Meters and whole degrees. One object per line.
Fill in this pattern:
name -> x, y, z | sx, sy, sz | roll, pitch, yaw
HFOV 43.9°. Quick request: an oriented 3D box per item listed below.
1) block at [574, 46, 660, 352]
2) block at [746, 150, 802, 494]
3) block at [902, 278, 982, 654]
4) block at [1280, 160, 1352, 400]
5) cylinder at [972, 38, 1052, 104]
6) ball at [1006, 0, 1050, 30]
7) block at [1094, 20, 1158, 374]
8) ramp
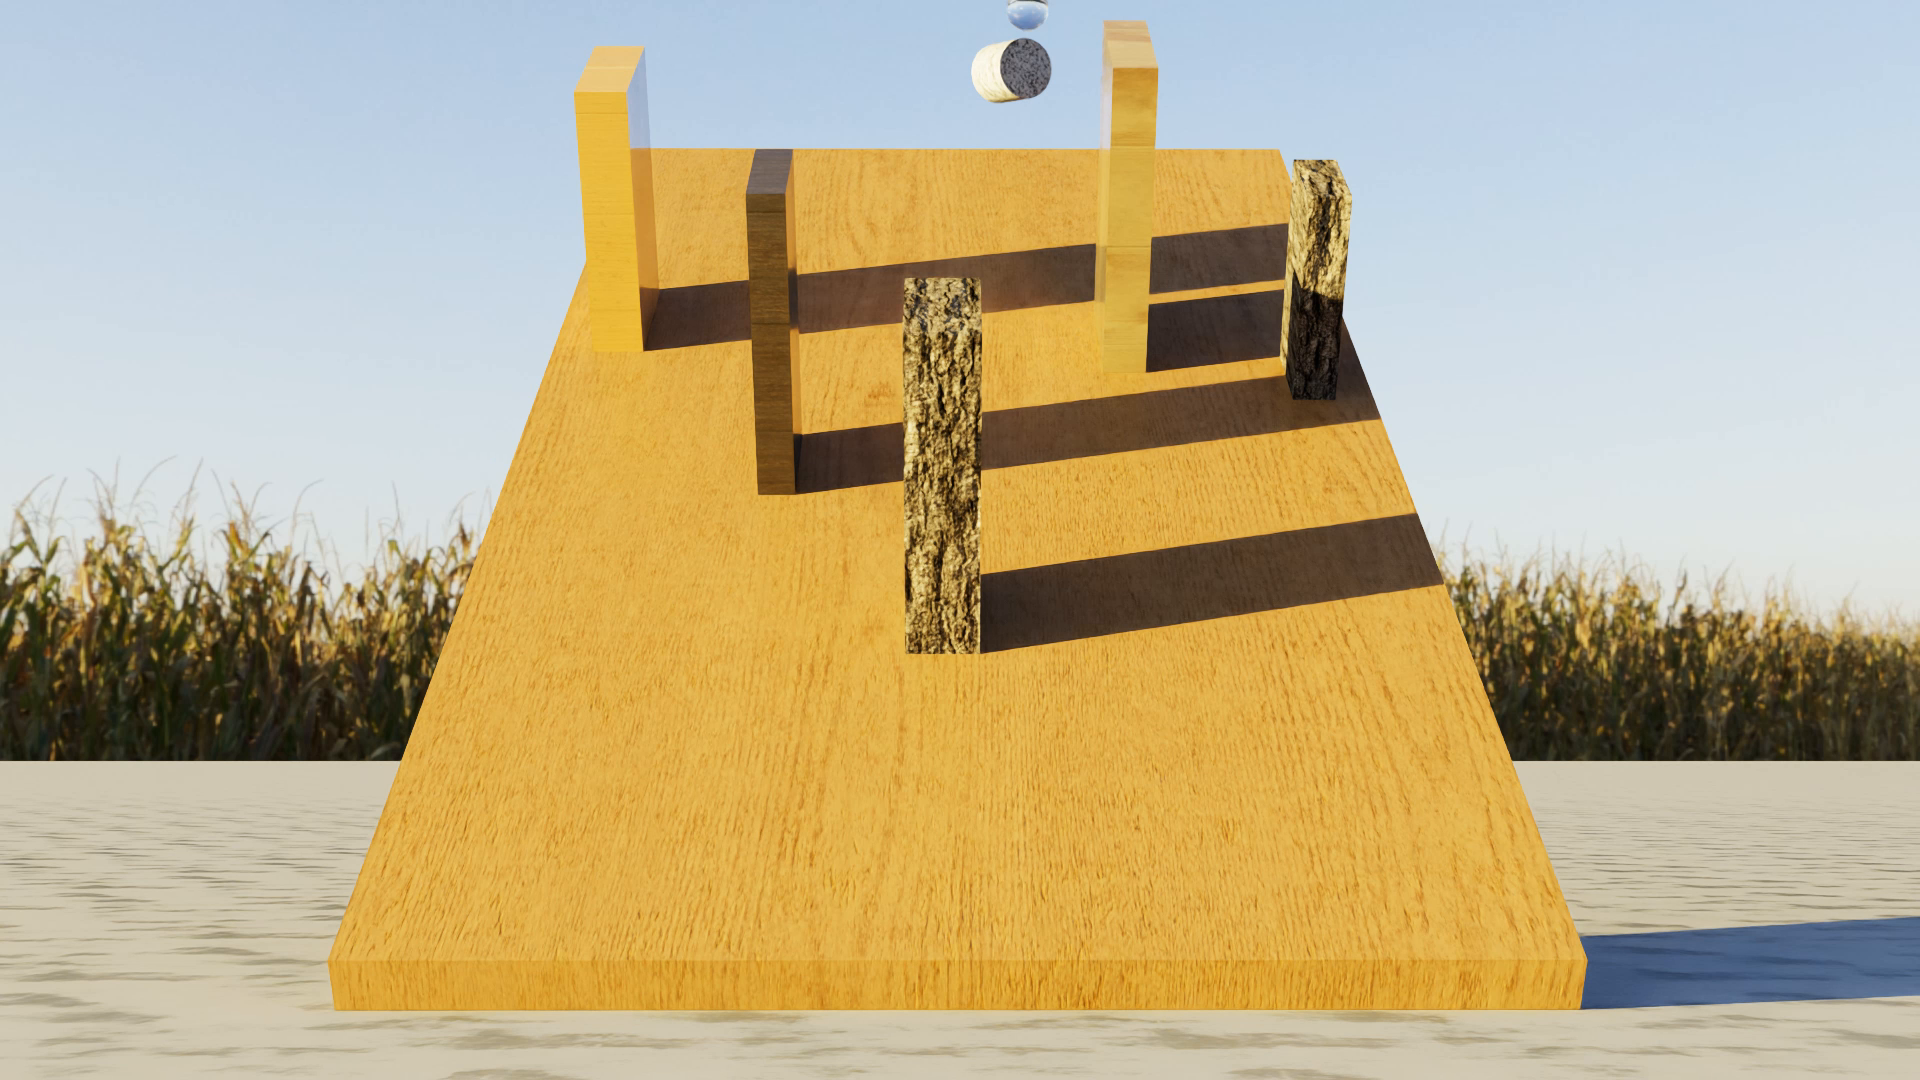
block -> -0.850, -0.851, 5.939 | 0.124, 0.664, 0.381 | 0, 28, 0
block -> -0.402, -0.472, 5.195 | 0.082, 0.694, 0.287 | 0, 28, 0
block -> -0.034, -0.140, 4.592 | 0.144, 0.670, 0.279 | 0, 28, 0
block -> 0.845, -0.620, 5.679 | 0.101, 0.509, 0.260 | 0, 28, 0
cylinder -> 0.156, -1.421, 7.224 | 0.179, 0.179, 0.179 | 3, 3, -28
ball -> 0.208, -1.636, 7.339 | 0.134, 0.134, 0.134 | 0, -5, 0
block -> 0.401, -0.838, 5.817 | 0.105, 0.762, 0.399 | 0, 28, 0
ramp -> -0.011, -0.223, 5.575 | 2.000, 0.100, 4.000 | 0, 28, 0
